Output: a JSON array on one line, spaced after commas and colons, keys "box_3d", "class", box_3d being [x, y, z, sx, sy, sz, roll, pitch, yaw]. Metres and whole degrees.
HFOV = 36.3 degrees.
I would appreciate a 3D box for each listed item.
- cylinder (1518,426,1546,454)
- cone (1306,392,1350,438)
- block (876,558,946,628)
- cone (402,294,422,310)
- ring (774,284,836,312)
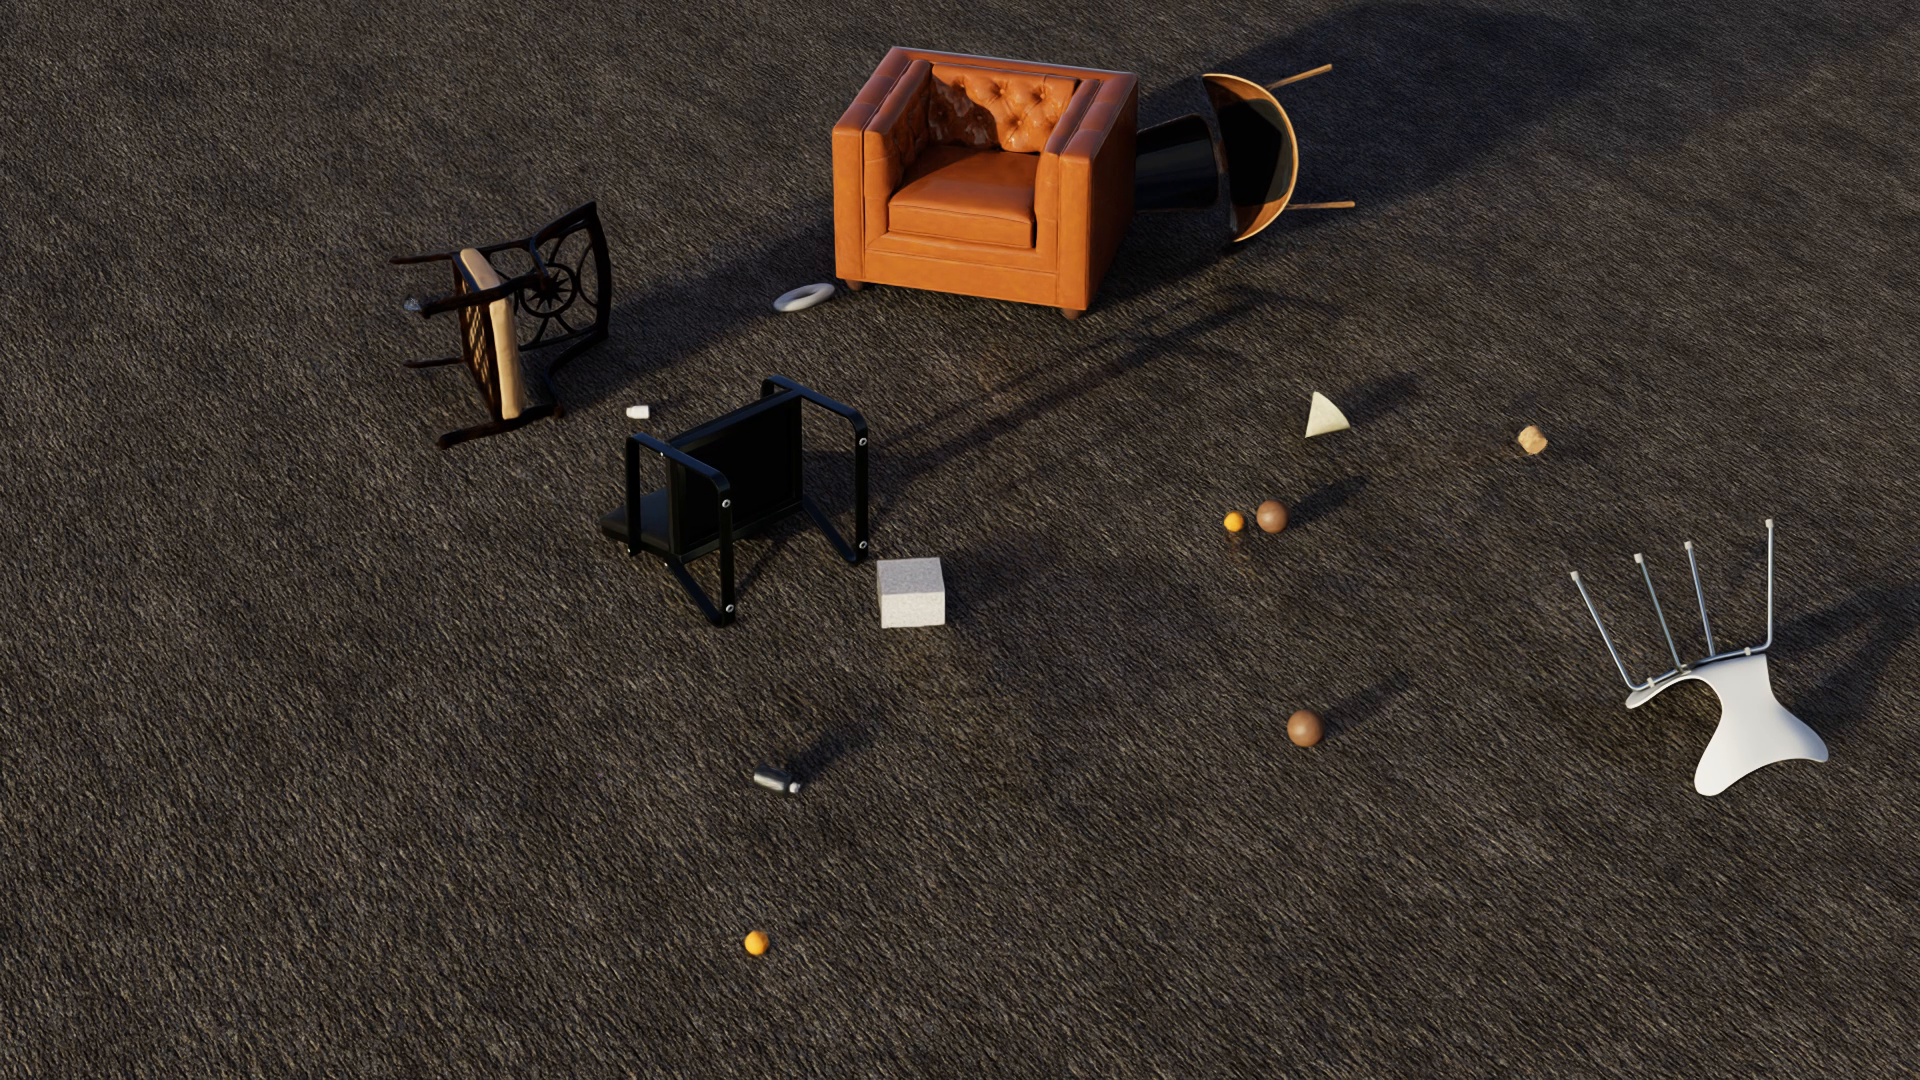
[{"box_3d": [2.239, -0.389, 11.468, 0.087, 0.061, 0.092, -42, 34, 12], "class": "cylinder"}, {"box_3d": [1.415, -0.458, 11.568, 0.156, 0.201, 0.147, -45, 10, -8], "class": "cone"}, {"box_3d": [-0.177, 0.188, 10.531, 0.226, 0.141, 0.223, -3, 34, -5], "class": "block"}, {"box_3d": [-2.310, -0.993, 12.424, 0.091, 0.073, 0.040, 29, 4, 8], "class": "cone"}, {"box_3d": [-0.662, -1.031, 12.468, 0.309, 0.047, 0.133, -22, 38, -30], "class": "ring"}]
